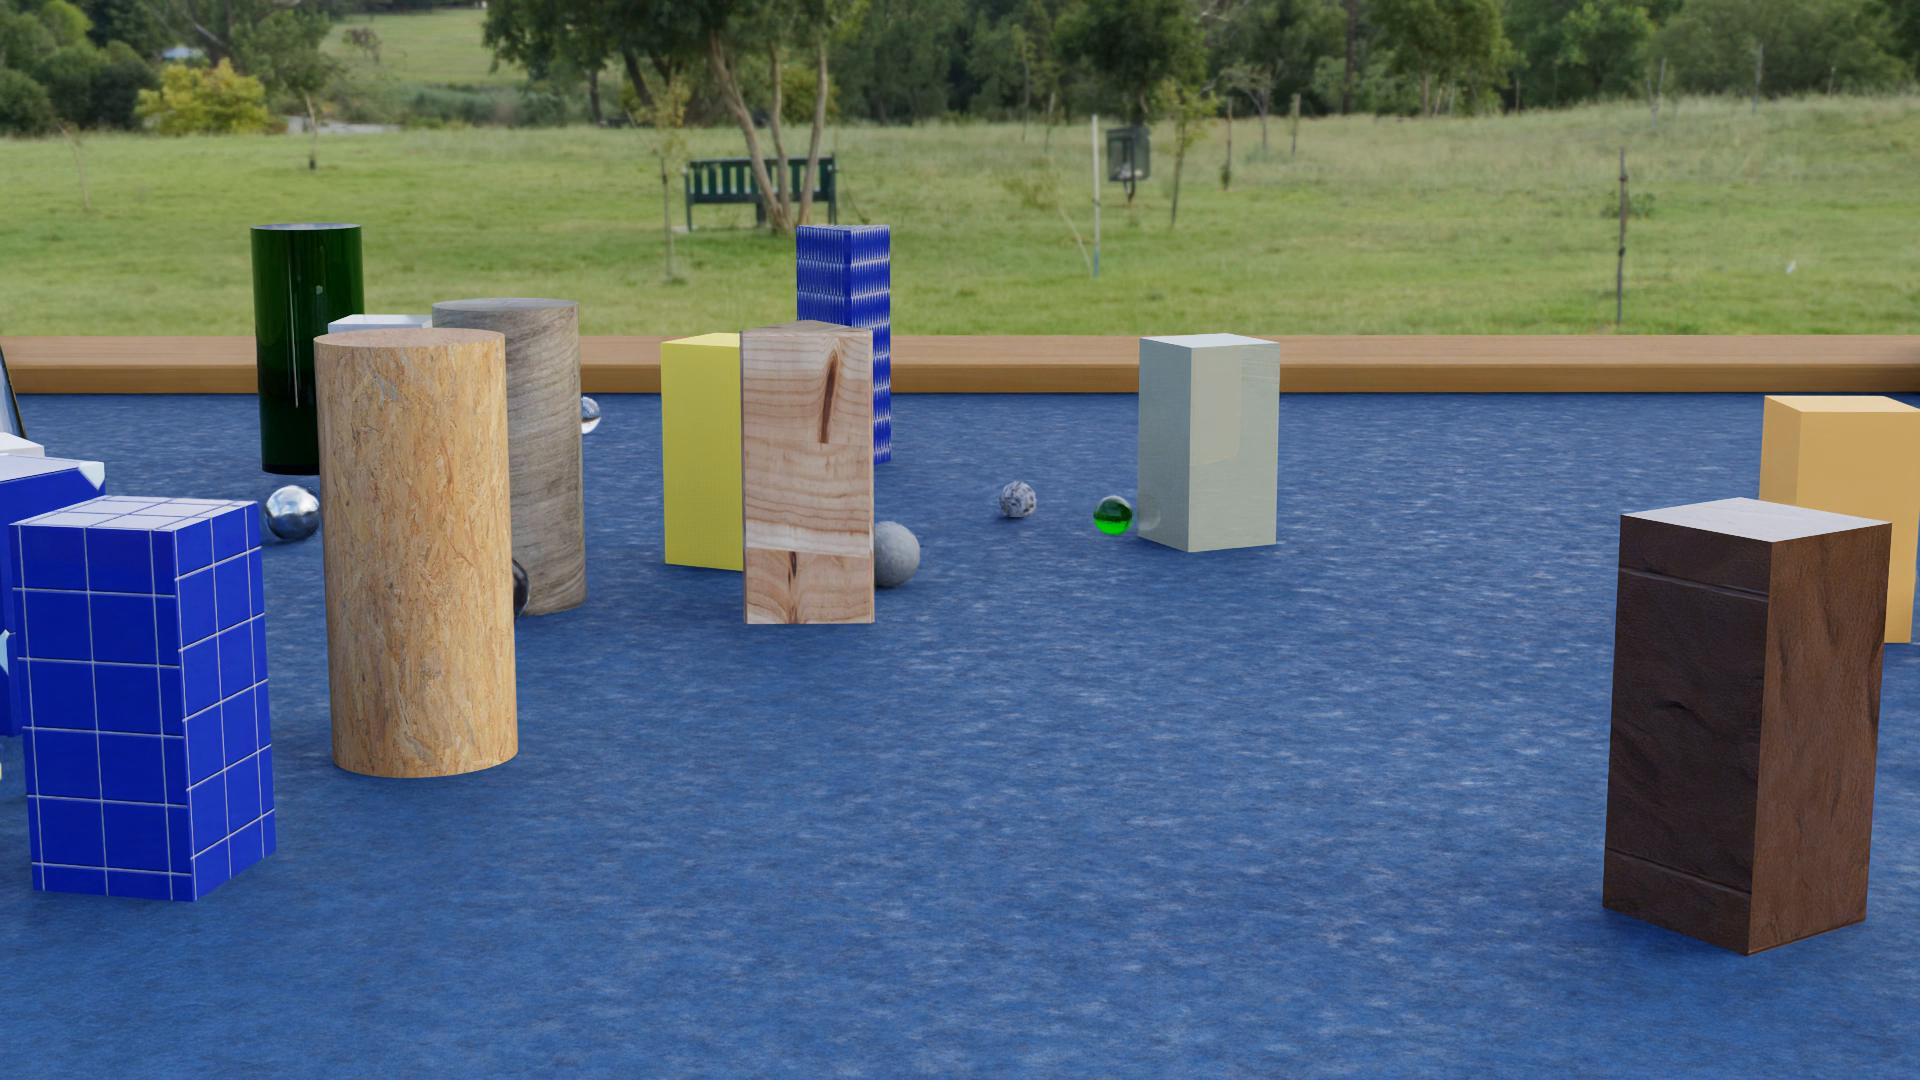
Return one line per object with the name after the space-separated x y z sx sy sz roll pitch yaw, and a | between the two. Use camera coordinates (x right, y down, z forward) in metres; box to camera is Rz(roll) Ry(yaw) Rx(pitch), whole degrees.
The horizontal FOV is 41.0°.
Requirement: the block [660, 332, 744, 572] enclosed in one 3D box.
-0.331 -0.133 3.797 0.156 0.327 0.156 5 12 26 | block

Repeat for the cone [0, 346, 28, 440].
-1.534 -0.250 4.004 0.195 0.482 0.195 0 11 0 | cone

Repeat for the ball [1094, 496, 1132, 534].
0.240 -0.039 4.021 0.061 0.061 0.061 0 11 0 | ball

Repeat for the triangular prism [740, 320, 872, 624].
-0.202 -0.094 3.424 0.169 0.386 0.146 0 11 -2 | triangular prism

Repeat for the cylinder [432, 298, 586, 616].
-0.611 -0.116 3.484 0.195 0.408 0.195 0 11 0 | cylinder

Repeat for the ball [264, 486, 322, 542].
-1.029 -0.041 3.961 0.086 0.086 0.086 0 11 0 | ball

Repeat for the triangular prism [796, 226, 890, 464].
-0.190 -0.356 4.705 0.146 0.435 0.169 -7 13 -35 | triangular prism

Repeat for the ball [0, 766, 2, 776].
-0.987 0.230 2.535 0.074 0.074 0.074 0 11 0 | ball

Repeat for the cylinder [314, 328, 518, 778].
-0.572 0.009 2.707 0.195 0.447 0.195 0 11 0 | cylinder

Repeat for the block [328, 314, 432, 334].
-0.960 -0.219 4.320 0.156 0.305 0.156 0 11 1 | block

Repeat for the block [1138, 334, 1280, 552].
0.381 -0.153 3.950 0.156 0.310 0.156 -5 12 -25 | block

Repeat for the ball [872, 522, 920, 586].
-0.102 0.020 3.617 0.092 0.092 0.092 0 11 0 | ball

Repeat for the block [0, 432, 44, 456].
-1.272 0.001 3.293 0.156 0.249 0.156 -8 13 -37 | block

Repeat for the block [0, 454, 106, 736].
-1.072 0.058 2.890 0.156 0.283 0.156 5 12 27 | block

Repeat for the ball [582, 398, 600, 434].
-0.753 -0.248 5.116 0.073 0.073 0.073 0 11 0 | ball

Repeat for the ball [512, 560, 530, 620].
-0.611 0.065 3.367 0.094 0.094 0.094 0 11 0 | ball

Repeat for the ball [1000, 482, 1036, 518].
0.094 -0.065 4.164 0.060 0.060 0.060 0 11 0 | ball

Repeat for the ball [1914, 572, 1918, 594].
1.254 0.054 3.469 0.079 0.079 0.079 0 11 0 | ball

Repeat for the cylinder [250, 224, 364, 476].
-1.177 -0.349 4.657 0.195 0.438 0.195 0 11 0 | cylinder

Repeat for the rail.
-0.013 -0.391 5.730 4.413 0.127 0.045 0 11 0 | rail

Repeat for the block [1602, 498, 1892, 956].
0.671 0.153 2.196 0.156 0.349 0.156 -7 13 -34 | block

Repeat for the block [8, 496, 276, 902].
-0.735 0.139 2.320 0.156 0.332 0.156 2 11 12 | block

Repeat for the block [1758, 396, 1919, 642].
1.135 -0.029 3.322 0.156 0.297 0.156 0 11 1 | block
